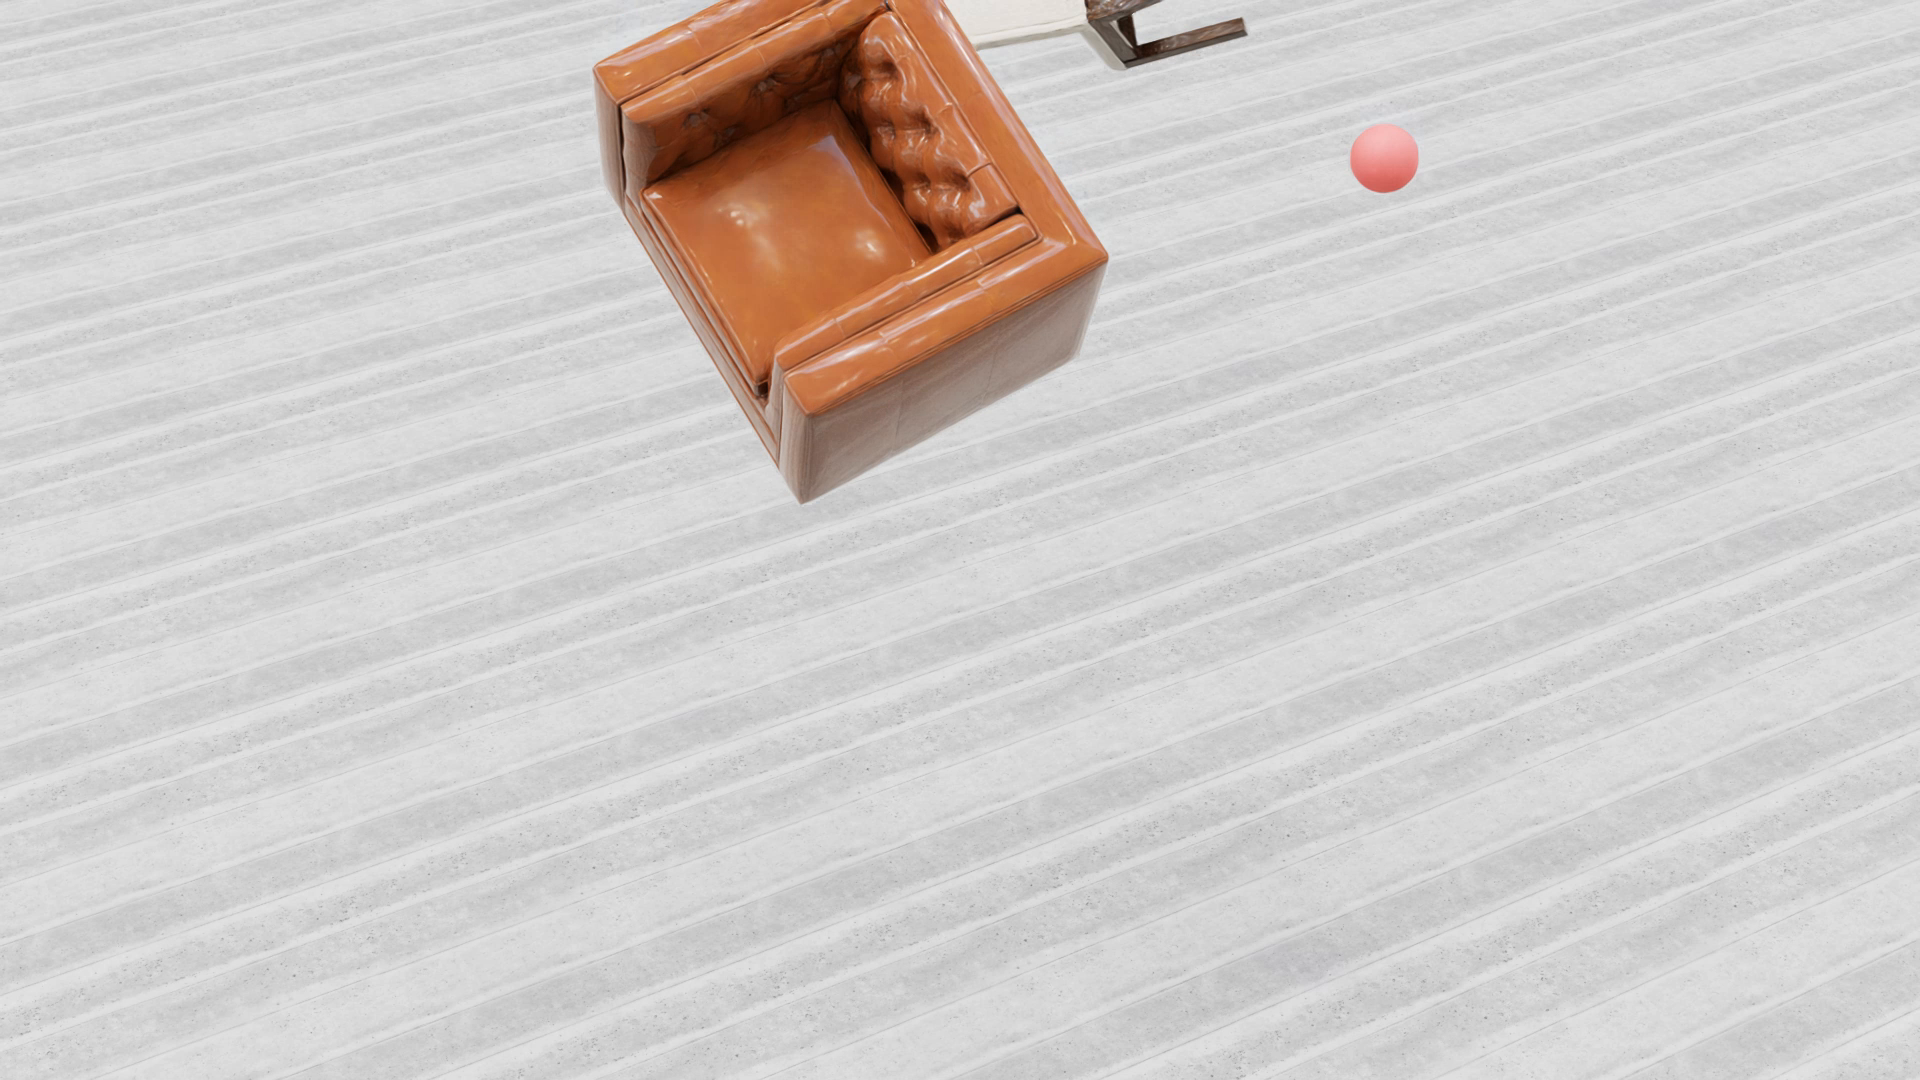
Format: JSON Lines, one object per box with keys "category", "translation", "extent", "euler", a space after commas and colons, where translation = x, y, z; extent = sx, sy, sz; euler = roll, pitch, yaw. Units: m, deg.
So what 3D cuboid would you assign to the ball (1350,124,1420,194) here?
{"category": "ball", "translation": [1.339, -1.204, 9.249], "extent": [0.218, 0.218, 0.218], "euler": [0, 33, 0]}
